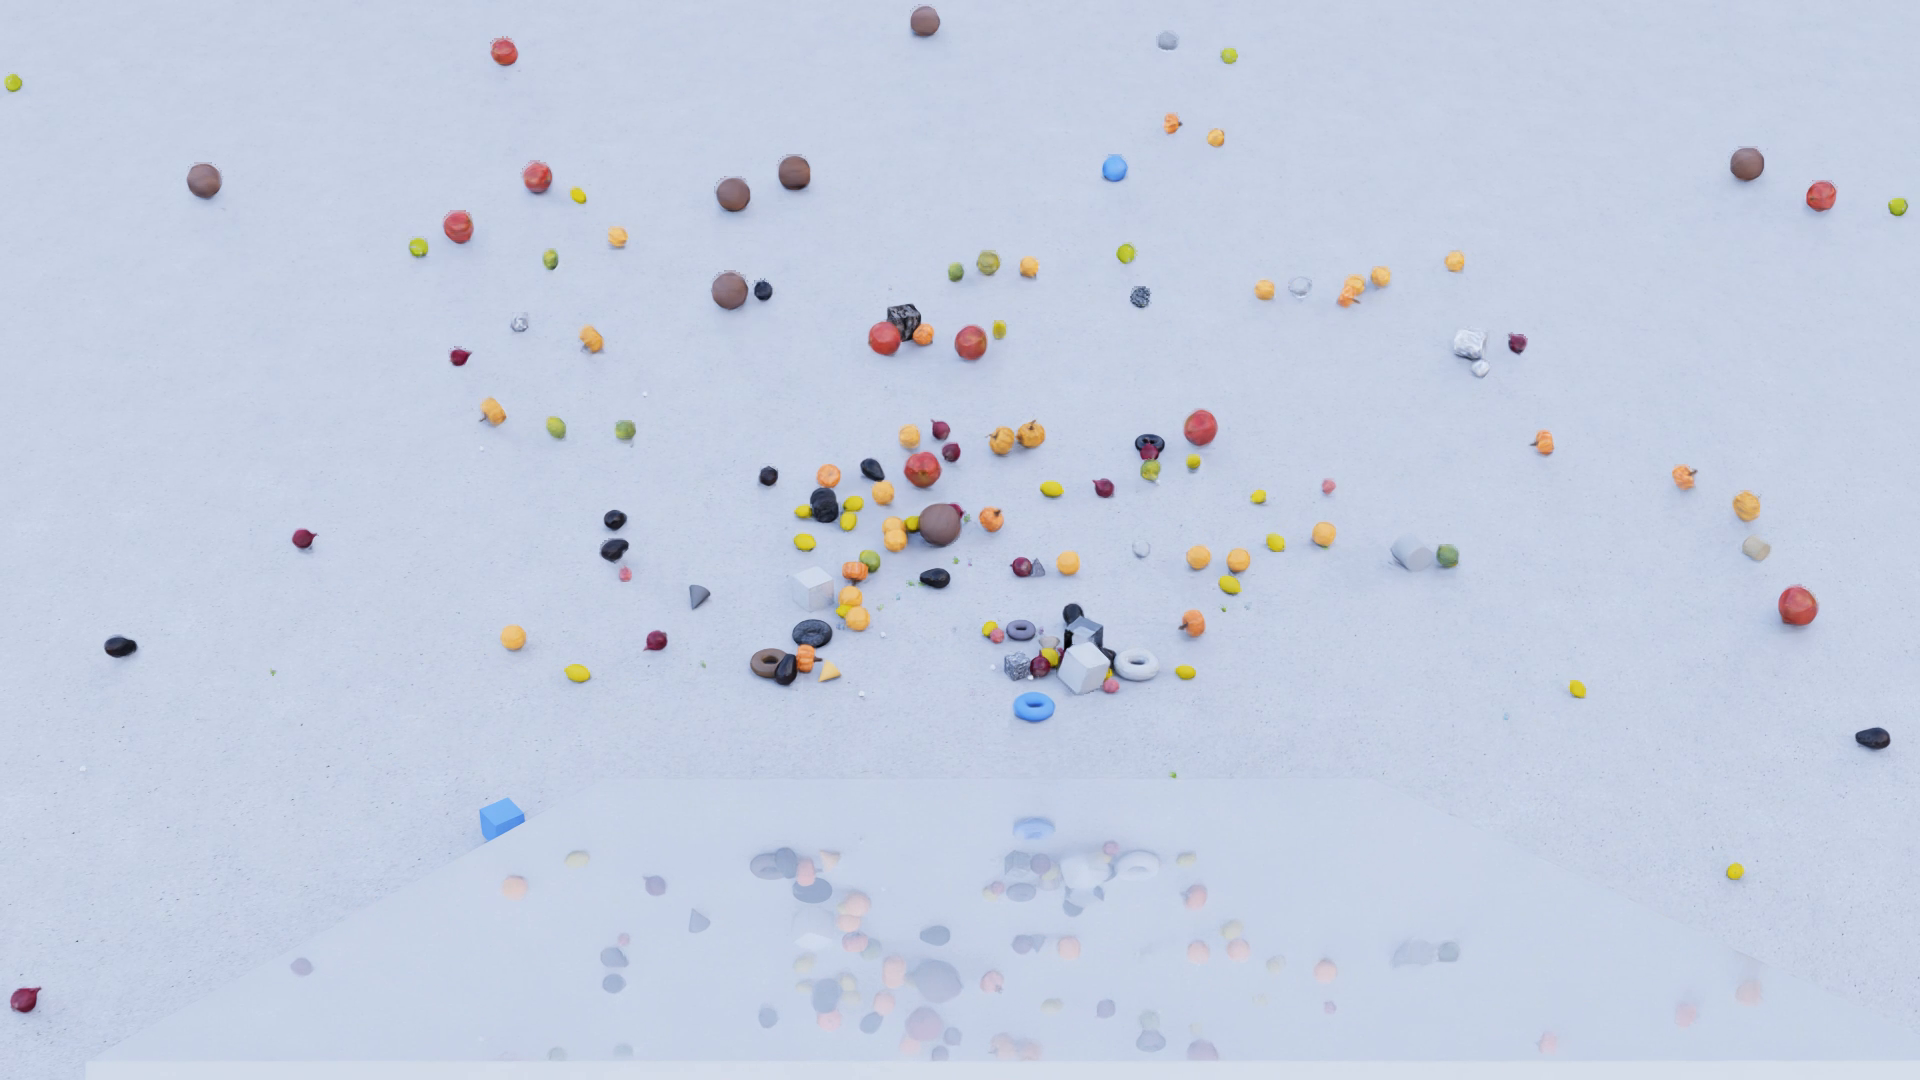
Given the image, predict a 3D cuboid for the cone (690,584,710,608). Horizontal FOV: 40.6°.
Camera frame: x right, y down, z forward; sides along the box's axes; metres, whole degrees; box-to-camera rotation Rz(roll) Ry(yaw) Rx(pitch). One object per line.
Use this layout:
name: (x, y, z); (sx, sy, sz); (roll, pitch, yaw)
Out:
cone: (-0.770, 0.176, 7.565); (0.067, 0.067, 0.067); (15, 70, 22)

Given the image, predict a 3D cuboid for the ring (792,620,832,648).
ring: (-0.422, 0.268, 7.415); (0.116, 0.039, 0.116); (-1, 34, 1)

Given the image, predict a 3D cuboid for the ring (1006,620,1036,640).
ring: (0.175, 0.258, 7.439); (0.086, 0.029, 0.086); (1, 32, 0)

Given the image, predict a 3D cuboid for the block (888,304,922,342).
block: (-0.192, -0.749, 8.944); (0.092, 0.092, 0.092); (-11, 34, -17)

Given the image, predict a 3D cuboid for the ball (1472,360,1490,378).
ball: (1.749, -0.575, 8.706); (0.057, 0.057, 0.057); (0, 33, 0)

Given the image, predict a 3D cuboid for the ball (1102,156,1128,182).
ball: (0.598, -1.432, 10.000); (0.097, 0.097, 0.097); (0, 33, 0)

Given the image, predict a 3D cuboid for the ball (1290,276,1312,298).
ball: (1.208, -0.896, 9.187); (0.075, 0.075, 0.075); (0, 33, 0)

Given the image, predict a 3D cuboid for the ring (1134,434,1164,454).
ring: (0.609, -0.308, 8.315); (0.098, 0.033, 0.098); (1, 32, -1)

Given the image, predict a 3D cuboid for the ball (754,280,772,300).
ball: (-0.696, -0.883, 9.175); (0.068, 0.068, 0.068); (0, 33, 0)

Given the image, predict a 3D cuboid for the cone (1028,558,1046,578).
cone: (0.228, 0.073, 7.702); (0.055, 0.055, 0.055); (0, 33, 0)

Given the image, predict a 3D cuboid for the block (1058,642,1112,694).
block: (0.345, 0.354, 7.203); (0.092, 0.092, 0.092); (-15, 46, -39)

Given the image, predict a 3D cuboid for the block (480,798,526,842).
block: (-1.173, 0.730, 6.656); (0.084, 0.084, 0.084); (-23, 39, -31)

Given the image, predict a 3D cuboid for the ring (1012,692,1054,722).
ring: (0.202, 0.458, 7.119); (0.116, 0.039, 0.116); (2, 29, -1)

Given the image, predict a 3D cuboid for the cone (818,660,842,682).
cone: (-0.376, 0.378, 7.254); (0.063, 0.063, 0.063); (-43, 47, -12)

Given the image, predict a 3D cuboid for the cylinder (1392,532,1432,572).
cylinder: (1.346, 0.037, 7.728); (0.087, 0.087, 0.087); (-13, 35, -19)

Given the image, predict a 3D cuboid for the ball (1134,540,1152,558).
ball: (0.548, 0.028, 7.776); (0.051, 0.051, 0.051); (0, 33, 0)

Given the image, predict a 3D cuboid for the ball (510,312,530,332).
ball: (-1.524, -0.752, 8.972); (0.067, 0.067, 0.067); (0, 33, 0)

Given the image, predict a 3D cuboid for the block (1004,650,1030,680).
block: (0.161, 0.353, 7.268); (0.054, 0.054, 0.054); (-16, 36, -23)

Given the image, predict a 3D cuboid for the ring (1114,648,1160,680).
ring: (0.496, 0.349, 7.285); (0.131, 0.044, 0.131); (1, 32, -1)

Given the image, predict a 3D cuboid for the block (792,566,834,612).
block: (-0.427, 0.144, 7.563); (0.086, 0.086, 0.086); (-21, 38, -29)

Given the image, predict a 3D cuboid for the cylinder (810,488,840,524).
cylinder: (-0.415, -0.107, 7.958); (0.080, 0.080, 0.080); (-5, 33, -8)

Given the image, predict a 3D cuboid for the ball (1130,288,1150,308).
ball: (0.636, -0.852, 9.124); (0.070, 0.070, 0.070); (0, 33, 0)

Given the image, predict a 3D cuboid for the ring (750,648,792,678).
ring: (-0.532, 0.346, 7.294); (0.116, 0.039, 0.116); (0, 34, 0)

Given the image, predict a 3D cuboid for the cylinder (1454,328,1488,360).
cylinder: (1.737, -0.669, 8.817); (0.094, 0.094, 0.094); (13, 35, 20)

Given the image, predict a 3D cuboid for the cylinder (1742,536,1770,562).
cylinder: (2.385, 0.026, 7.772); (0.059, 0.059, 0.059); (-22, 39, -30)

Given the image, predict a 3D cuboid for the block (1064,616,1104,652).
block: (0.351, 0.280, 7.358); (0.079, 0.079, 0.079); (22, 39, 30)

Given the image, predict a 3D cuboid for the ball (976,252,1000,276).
ball: (0.102, -0.995, 9.334); (0.084, 0.084, 0.084); (0, 33, 0)

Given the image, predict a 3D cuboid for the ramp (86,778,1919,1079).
ramp: (0.073, 0.637, 4.746); (2.000, 0.100, 4.000); (0, -1, 0)

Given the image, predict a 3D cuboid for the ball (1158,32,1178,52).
ball: (0.891, -2.127, 11.089); (0.086, 0.086, 0.086); (0, 33, 0)
